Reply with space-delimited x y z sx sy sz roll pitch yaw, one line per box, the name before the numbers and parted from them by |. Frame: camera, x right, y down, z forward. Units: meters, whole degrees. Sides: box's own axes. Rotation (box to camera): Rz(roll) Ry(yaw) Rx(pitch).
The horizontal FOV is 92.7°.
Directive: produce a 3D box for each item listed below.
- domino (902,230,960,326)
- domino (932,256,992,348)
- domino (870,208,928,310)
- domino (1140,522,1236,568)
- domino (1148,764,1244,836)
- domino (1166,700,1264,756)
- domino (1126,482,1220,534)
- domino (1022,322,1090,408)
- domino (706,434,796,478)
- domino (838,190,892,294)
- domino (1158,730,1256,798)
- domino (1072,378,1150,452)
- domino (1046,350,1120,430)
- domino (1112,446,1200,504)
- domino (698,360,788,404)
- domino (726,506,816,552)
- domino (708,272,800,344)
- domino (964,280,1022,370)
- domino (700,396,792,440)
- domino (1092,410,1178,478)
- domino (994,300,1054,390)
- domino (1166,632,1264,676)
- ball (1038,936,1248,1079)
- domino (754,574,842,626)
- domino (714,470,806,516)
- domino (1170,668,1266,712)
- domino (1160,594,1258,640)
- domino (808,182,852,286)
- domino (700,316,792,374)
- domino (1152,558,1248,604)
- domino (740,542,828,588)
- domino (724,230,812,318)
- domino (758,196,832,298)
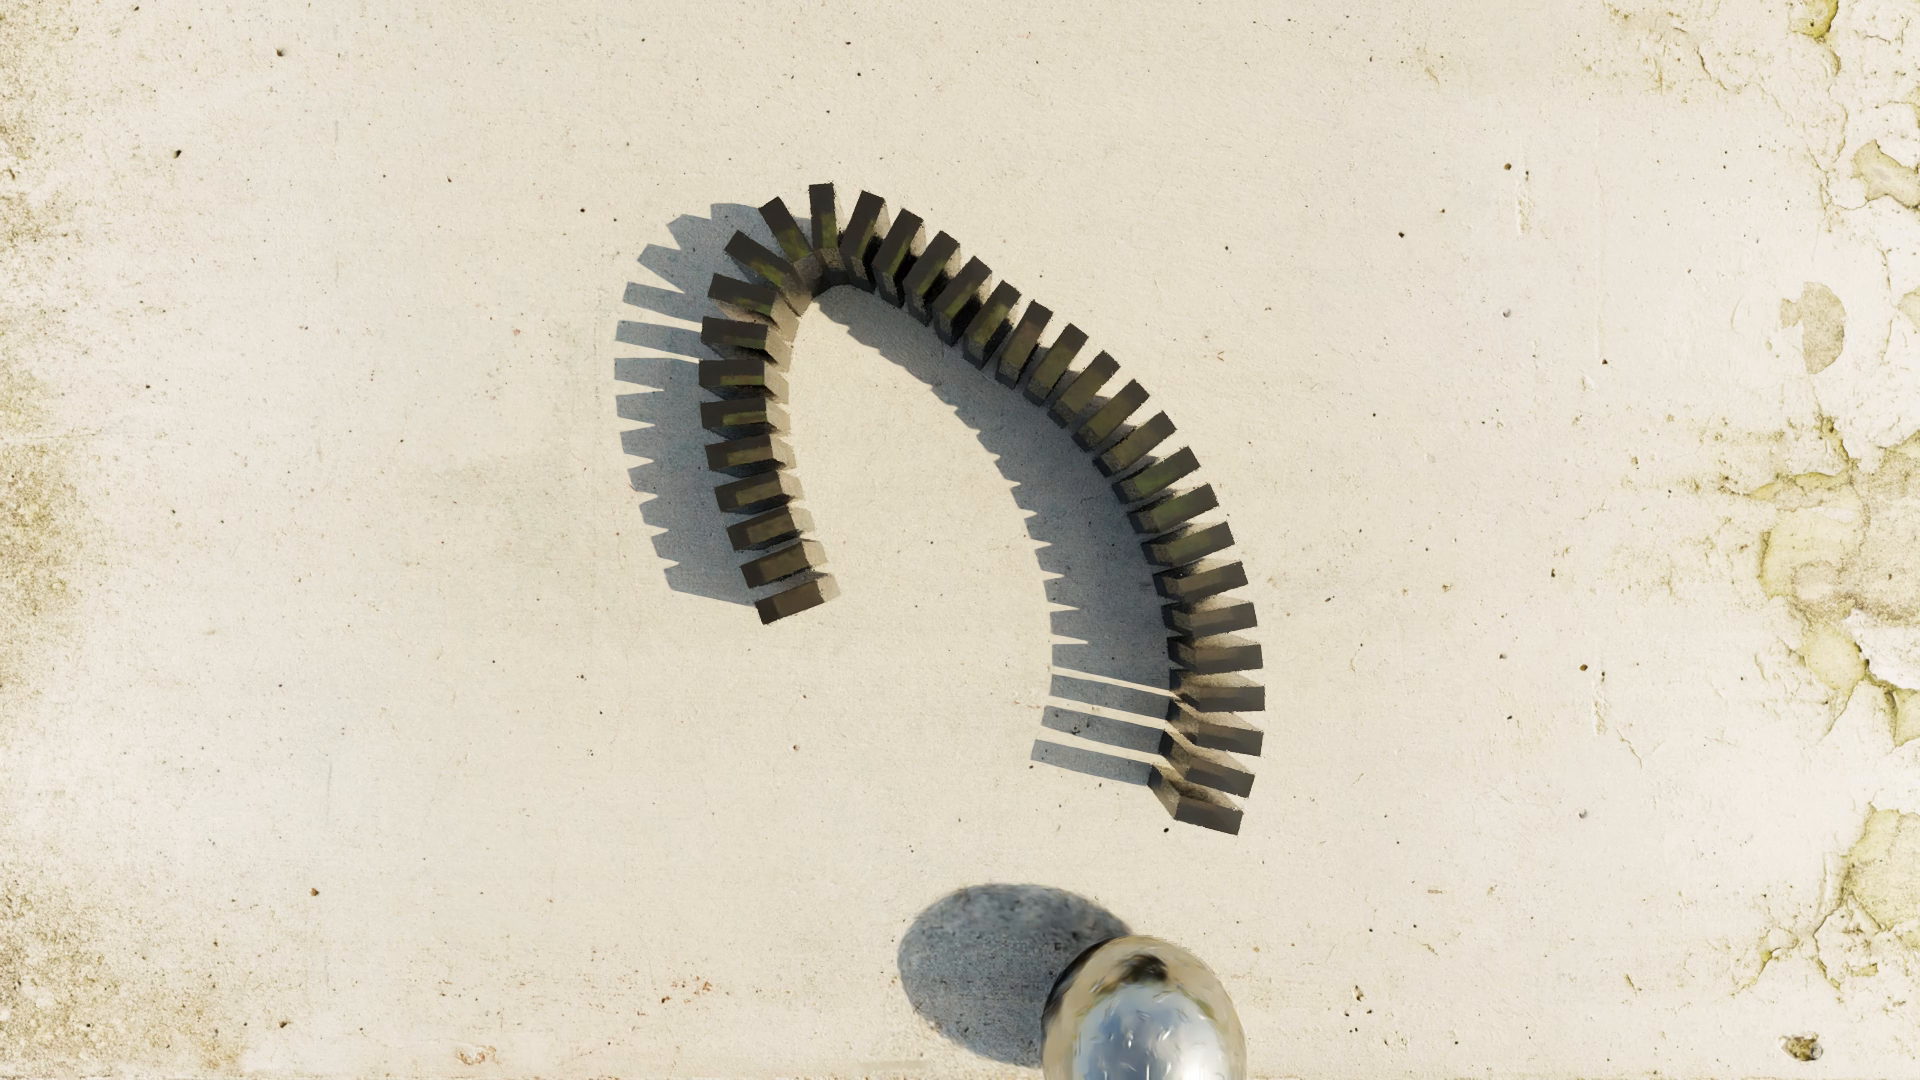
domino | -0.011 -0.106 0.375 0.010 0.050 0.025 36 90 0
domino | 0.001 -0.096 0.375 0.009 0.050 0.025 41 90 0
domino | -0.024 -0.114 0.375 0.009 0.050 0.025 29 90 0
domino | 0.092 0.002 0.375 0.025 0.050 0.010 -21 90 0
domino | 0.095 0.105 0.375 0.025 0.050 0.009 14 90 0
domino | 0.103 0.076 0.375 0.025 0.050 0.010 10 90 0
domino | 0.086 -0.012 0.375 0.025 0.050 0.009 -25 90 0
domino | 0.038 -0.070 0.375 0.010 0.050 0.025 36 90 0
domino | -0.084 -0.034 0.375 0.025 0.050 0.010 -10 90 0
domino | -0.038 -0.121 0.375 0.009 0.050 0.025 22 90 0
domino | 0.100 0.091 0.375 0.025 0.050 0.009 16 90 0
domino | 0.061 -0.050 0.375 0.025 0.050 0.009 -43 90 0
domino | 0.050 -0.061 0.375 0.010 0.050 0.025 43 90 0
domino | 0.079 -0.026 0.375 0.025 0.050 0.009 -30 90 0
domino | -0.087 -0.064 0.375 0.025 0.050 0.009 0 90 0
domino | -0.076 -0.004 0.375 0.025 0.050 0.010 -20 90 0
domino | -0.083 -0.094 0.375 0.025 0.050 0.010 17 90 0
domino | 0.013 -0.087 0.375 0.010 0.050 0.025 36 90 0
domino | -0.086 -0.049 0.375 0.025 0.050 0.009 -6 90 0
domino | 0.071 -0.038 0.375 0.025 0.050 0.009 -38 90 0
domino | 0.025 -0.079 0.375 0.010 0.050 0.025 30 90 0
domino | 0.103 0.046 0.375 0.025 0.050 0.009 -6 90 0
ball | 0.071 0.199 0.360 0.080 0.080 0.080 0 90 0
domino | -0.065 0.024 0.375 0.025 0.050 0.009 -20 90 0
domino | -0.081 -0.019 0.375 0.025 0.050 0.009 -16 90 0
domino | 0.104 0.061 0.375 0.025 0.050 0.009 -1 90 0
domino | 0.101 0.031 0.375 0.025 0.050 0.010 -12 90 0
domino | -0.052 -0.124 0.375 0.009 0.050 0.025 -4 90 0
domino | -0.086 -0.079 0.375 0.025 0.050 0.009 7 90 0
domino | 0.097 0.016 0.375 0.025 0.050 0.010 -17 90 0
domino | -0.071 0.010 0.375 0.025 0.050 0.010 -21 90 0
domino | -0.077 -0.108 0.375 0.025 0.050 0.010 33 90 0
domino | -0.067 -0.119 0.375 0.010 0.050 0.025 -32 90 0
